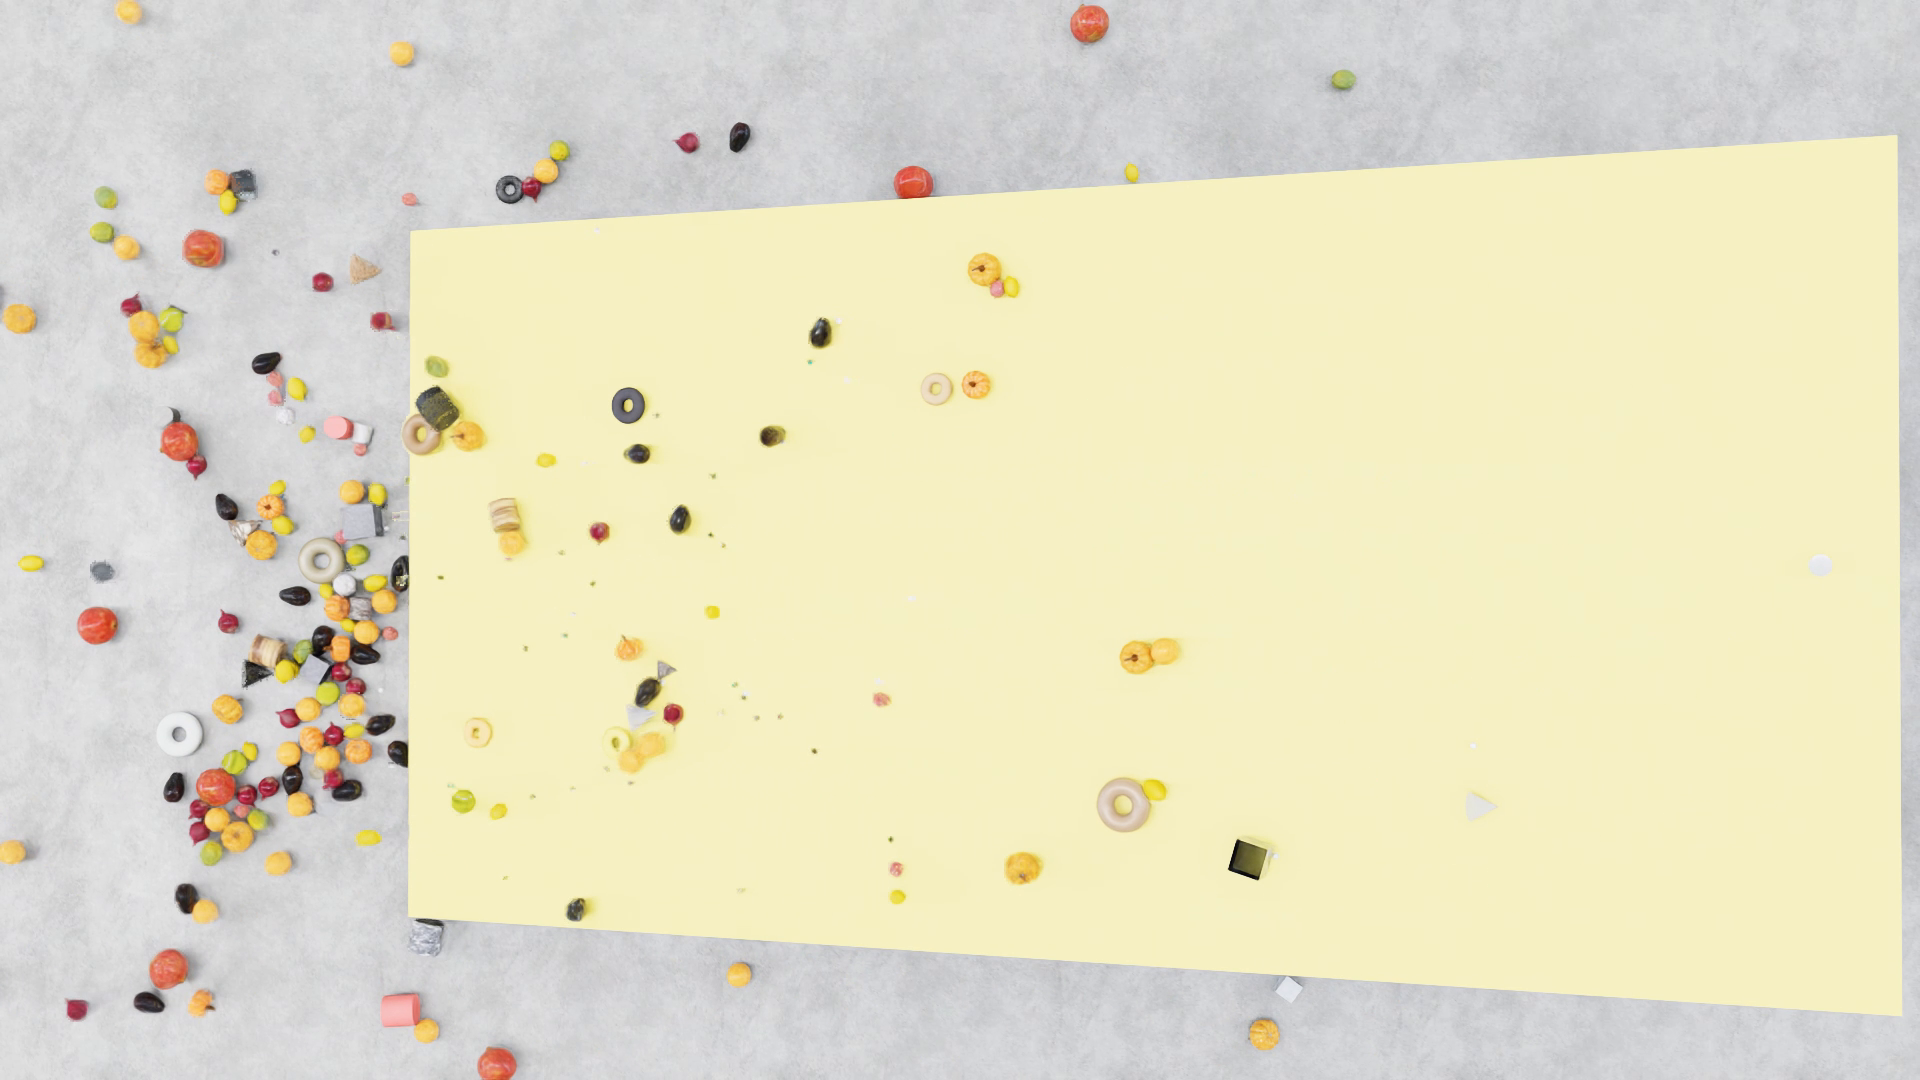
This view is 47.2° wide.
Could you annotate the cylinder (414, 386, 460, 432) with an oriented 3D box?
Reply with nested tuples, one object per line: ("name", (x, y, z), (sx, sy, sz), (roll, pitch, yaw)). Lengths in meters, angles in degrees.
("cylinder", (-1.504, -0.378, 6.332), (0.092, 0.092, 0.092), (-41, 75, 0))

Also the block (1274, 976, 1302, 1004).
("block", (0.963, 1.316, 6.462), (0.058, 0.058, 0.058), (36, 89, 0))

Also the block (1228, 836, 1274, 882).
("block", (0.725, 0.792, 5.475), (0.082, 0.082, 0.082), (17, 95, 20))

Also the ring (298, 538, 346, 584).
("ring", (-1.882, 0.061, 6.485), (0.140, 0.047, 0.140), (0, 90, 0))

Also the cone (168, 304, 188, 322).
("cone", (-2.308, -0.669, 6.504), (0.057, 0.057, 0.057), (0, 89, -27))

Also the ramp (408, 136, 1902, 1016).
("ramp", (0.282, 0.088, 5.750), (4.000, 0.100, 2.000), (0, 89, 21))

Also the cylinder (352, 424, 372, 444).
("cylinder", (-1.766, -0.313, 6.487), (0.052, 0.052, 0.052), (12, 89, 0))

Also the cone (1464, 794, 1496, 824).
("cone", (1.264, 0.643, 5.299), (0.072, 0.072, 0.072), (-8, 89, -19))

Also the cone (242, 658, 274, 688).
("cone", (-2.066, 0.394, 6.484), (0.088, 0.088, 0.088), (2, 89, -27))

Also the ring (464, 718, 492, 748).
("ring", (-1.385, 0.553, 6.309), (0.088, 0.029, 0.088), (0, 90, 20))

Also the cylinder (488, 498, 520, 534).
("cylinder", (-1.295, -0.070, 6.249), (0.079, 0.079, 0.079), (-13, 75, 0))

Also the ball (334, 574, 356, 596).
("ball", (-1.811, 0.133, 6.473), (0.066, 0.066, 0.066), (0, 89, 0))

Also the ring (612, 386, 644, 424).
("ring", (-0.927, -0.376, 6.144), (0.104, 0.035, 0.104), (-1, 88, 22))

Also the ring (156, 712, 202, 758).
("ring", (-2.300, 0.573, 6.479), (0.134, 0.045, 0.134), (0, 88, -1))

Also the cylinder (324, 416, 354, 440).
("cylinder", (-1.831, -0.331, 6.479), (0.068, 0.068, 0.068), (0, 89, 0))

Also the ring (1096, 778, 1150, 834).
("ring", (0.417, 0.677, 5.612), (0.143, 0.048, 0.143), (0, 90, 20))

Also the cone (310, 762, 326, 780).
("cone", (-1.897, 0.682, 6.473), (0.053, 0.053, 0.053), (0, 89, 0))

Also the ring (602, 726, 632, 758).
("ring", (-0.960, 0.566, 6.147), (0.091, 0.030, 0.091), (0, 90, 20))

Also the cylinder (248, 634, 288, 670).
("cylinder", (-2.034, 0.329, 6.463), (0.083, 0.083, 0.083), (18, 89, 0))

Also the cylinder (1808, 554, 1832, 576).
("cylinder", (1.968, 0.058, 5.029), (0.051, 0.051, 0.051), (0, 89, 21))

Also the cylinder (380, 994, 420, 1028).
("cylinder", (-1.640, 1.379, 6.445), (0.092, 0.092, 0.092), (-3, 89, 0))

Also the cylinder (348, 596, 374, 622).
("cylinder", (-1.764, 0.202, 6.474), (0.064, 0.064, 0.064), (11, 78, 0))

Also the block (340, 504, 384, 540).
("block", (-1.756, -0.052, 6.462), (0.093, 0.093, 0.093), (-7, 89, 0))

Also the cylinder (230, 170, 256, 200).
("cylinder", (-2.116, -1.047, 6.486), (0.066, 0.066, 0.066), (-14, 84, 0))

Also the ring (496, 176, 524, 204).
("ring", (-1.332, -1.037, 6.508), (0.086, 0.029, 0.086), (0, 90, 0))

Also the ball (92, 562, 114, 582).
("ball", (-2.526, 0.092, 6.477), (0.060, 0.060, 0.060), (0, 89, 0))

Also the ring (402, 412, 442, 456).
("ring", (-1.561, -0.307, 6.380), (0.127, 0.042, 0.127), (-1, 88, 22))

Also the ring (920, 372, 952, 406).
("ring", (-0.063, -0.399, 5.818), (0.089, 0.030, 0.089), (-1, 88, 21))

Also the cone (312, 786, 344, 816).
("cone", (-1.868, 0.770, 6.452), (0.093, 0.093, 0.093), (0, 89, 0))

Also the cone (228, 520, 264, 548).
("cone", (-2.096, -0.038, 6.488), (0.091, 0.091, 0.091), (-30, 89, -27))

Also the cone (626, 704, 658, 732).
("cone", (-0.880, 0.487, 6.112), (0.084, 0.084, 0.084), (-12, 89, -7))

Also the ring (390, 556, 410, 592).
("ring", (-1.638, 0.099, 6.463), (0.036, 0.109, 0.109), (12, 89, -42))

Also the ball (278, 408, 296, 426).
("ball", (-1.987, -0.364, 6.487), (0.052, 0.052, 0.052), (0, 89, 0))

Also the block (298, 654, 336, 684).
("block", (-1.891, 0.379, 6.470), (0.066, 0.066, 0.066), (31, 89, 0))

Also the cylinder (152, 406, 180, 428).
("cylinder", (-2.340, -0.362, 6.482), (0.063, 0.063, 0.063), (0, 89, 0))

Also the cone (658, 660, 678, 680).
("cone", (-0.808, 0.360, 6.093), (0.059, 0.059, 0.059), (1, 89, -7))
